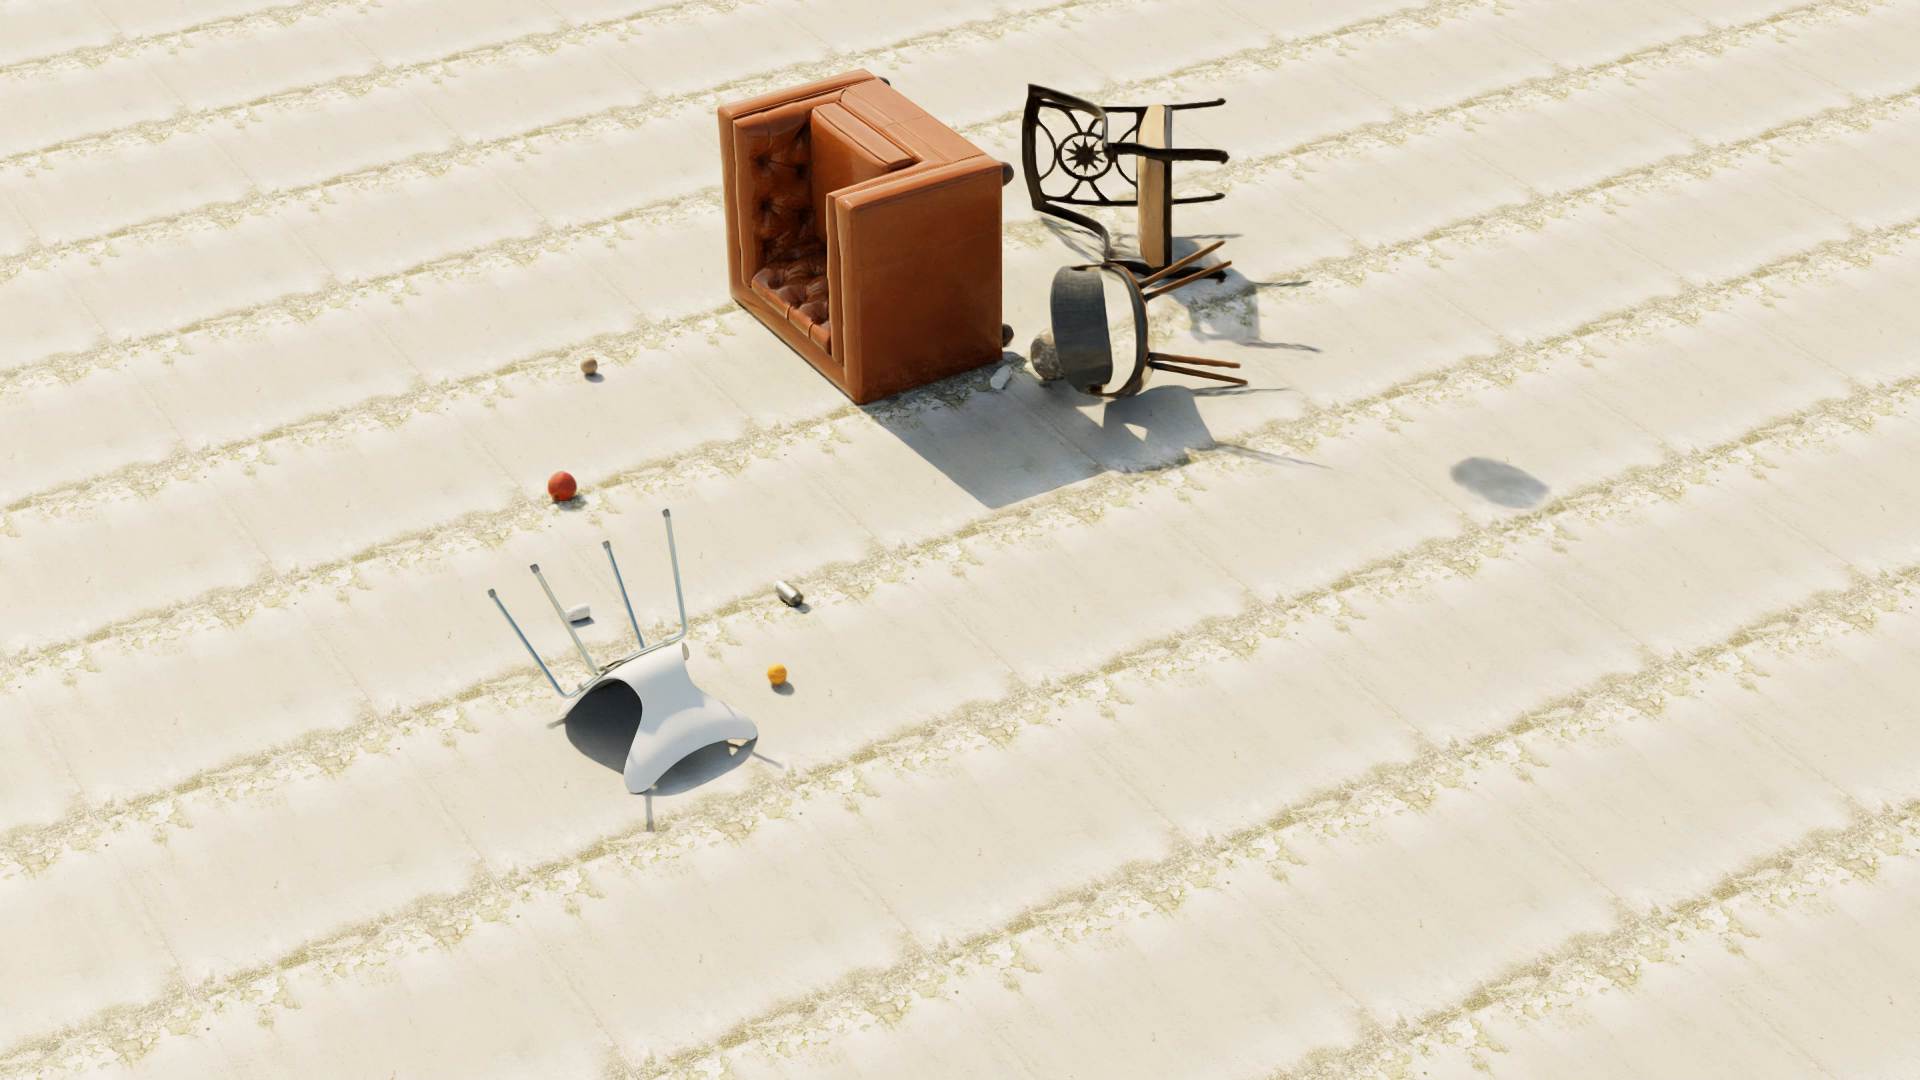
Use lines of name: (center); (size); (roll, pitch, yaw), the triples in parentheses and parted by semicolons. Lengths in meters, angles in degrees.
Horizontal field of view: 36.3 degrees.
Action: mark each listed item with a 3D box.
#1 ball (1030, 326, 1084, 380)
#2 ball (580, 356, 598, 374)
ball: (0.390, -0.756, 11.893); (0.218, 0.218, 0.218); (0, 33, 0)
ball: (-1.513, -0.711, 11.955); (0.074, 0.074, 0.074); (0, 33, 0)
